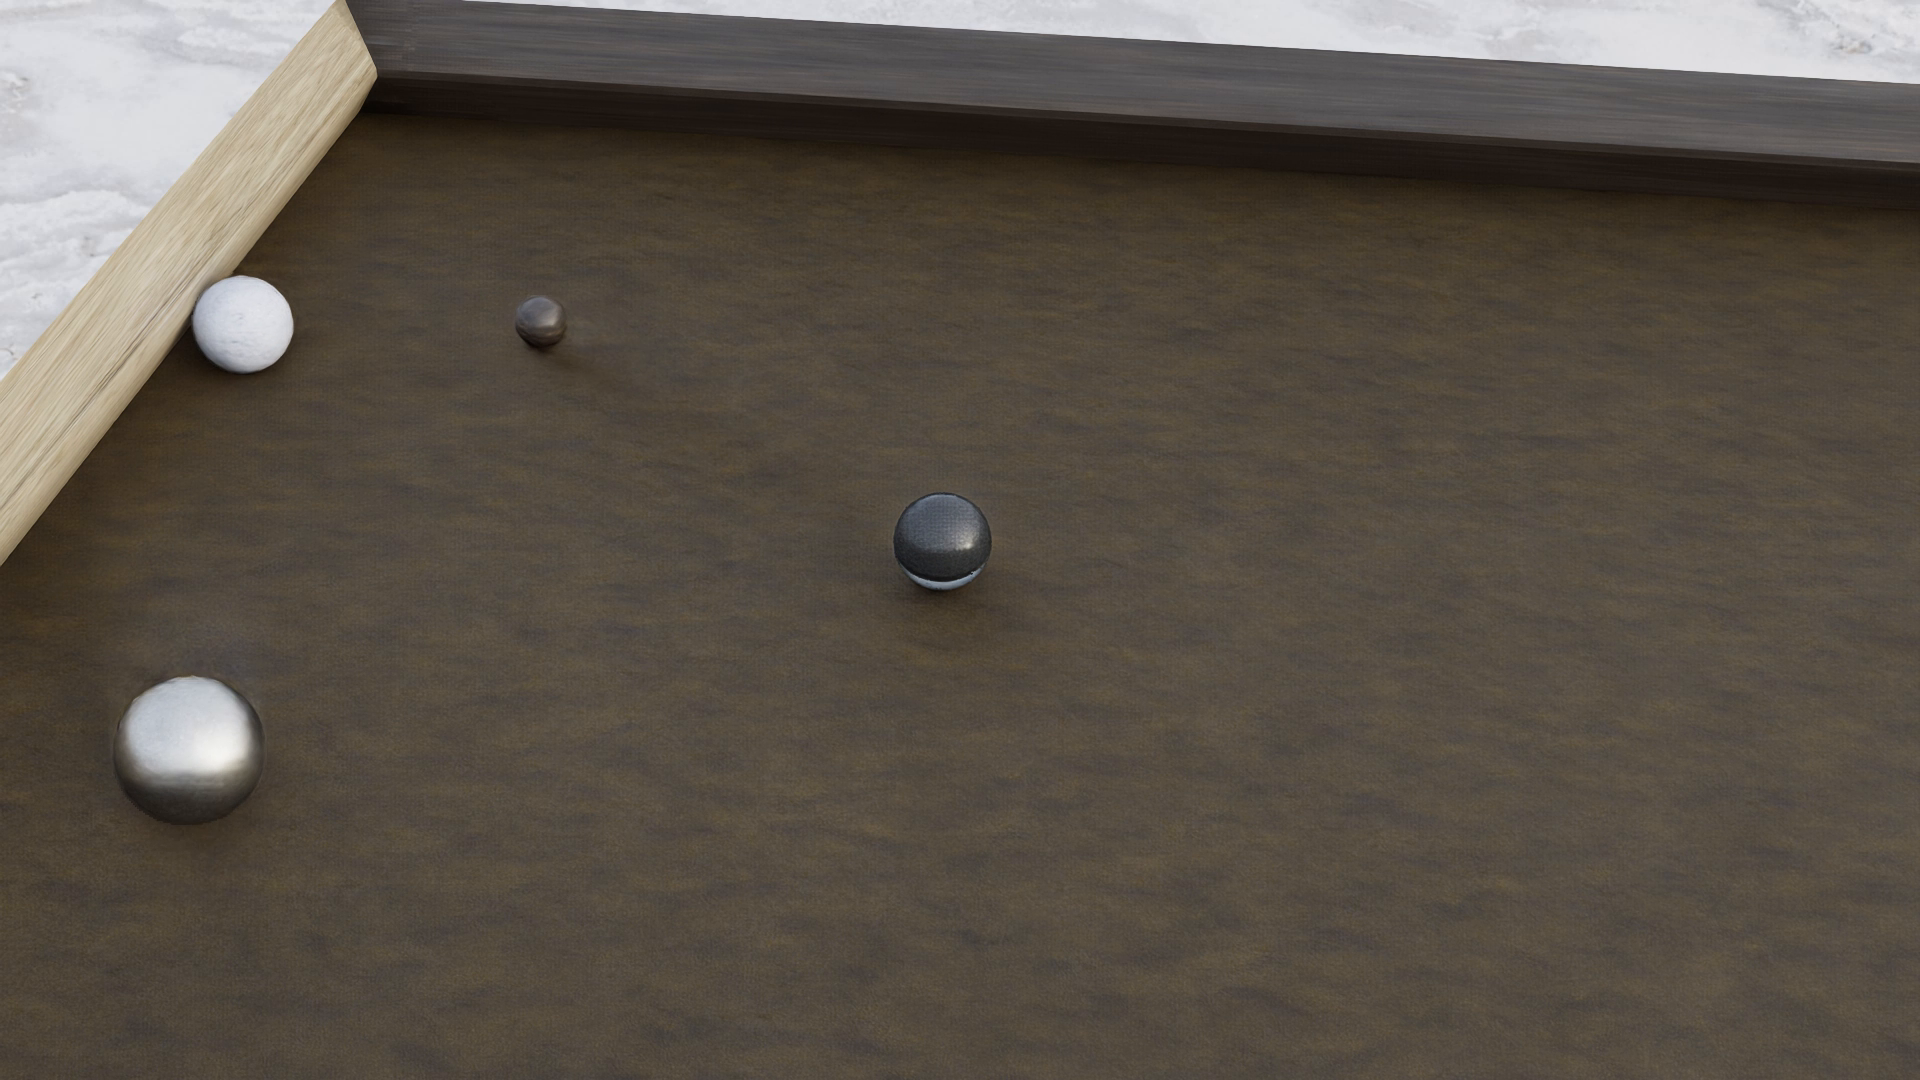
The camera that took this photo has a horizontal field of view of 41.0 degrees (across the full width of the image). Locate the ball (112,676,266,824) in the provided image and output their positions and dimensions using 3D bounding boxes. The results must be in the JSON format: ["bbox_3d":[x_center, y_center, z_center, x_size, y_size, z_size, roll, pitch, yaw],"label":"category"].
[{"bbox_3d":[-0.522,0.142,1.741,0.100,0.100,0.100,0,34,0],"label":"ball"}]

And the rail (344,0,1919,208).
[{"bbox_3d":[0.843,-0.372,2.464,2.990,0.130,0.045,5,35,7],"label":"rail"}]

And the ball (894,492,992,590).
[{"bbox_3d":[-0.013,0.001,1.969,0.076,0.076,0.076,0,34,0],"label":"ball"}]

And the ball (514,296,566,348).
[{"bbox_3d":[-0.373,-0.194,2.280,0.045,0.045,0.045,0,34,0],"label":"ball"}]

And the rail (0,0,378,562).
[{"bbox_3d":[-0.716,-0.084,2.043,0.045,0.130,1.500,5,35,7],"label":"rail"}]

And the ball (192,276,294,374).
[{"bbox_3d":[-0.625,-0.188,2.237,0.085,0.085,0.085,0,34,0],"label":"ball"}]
